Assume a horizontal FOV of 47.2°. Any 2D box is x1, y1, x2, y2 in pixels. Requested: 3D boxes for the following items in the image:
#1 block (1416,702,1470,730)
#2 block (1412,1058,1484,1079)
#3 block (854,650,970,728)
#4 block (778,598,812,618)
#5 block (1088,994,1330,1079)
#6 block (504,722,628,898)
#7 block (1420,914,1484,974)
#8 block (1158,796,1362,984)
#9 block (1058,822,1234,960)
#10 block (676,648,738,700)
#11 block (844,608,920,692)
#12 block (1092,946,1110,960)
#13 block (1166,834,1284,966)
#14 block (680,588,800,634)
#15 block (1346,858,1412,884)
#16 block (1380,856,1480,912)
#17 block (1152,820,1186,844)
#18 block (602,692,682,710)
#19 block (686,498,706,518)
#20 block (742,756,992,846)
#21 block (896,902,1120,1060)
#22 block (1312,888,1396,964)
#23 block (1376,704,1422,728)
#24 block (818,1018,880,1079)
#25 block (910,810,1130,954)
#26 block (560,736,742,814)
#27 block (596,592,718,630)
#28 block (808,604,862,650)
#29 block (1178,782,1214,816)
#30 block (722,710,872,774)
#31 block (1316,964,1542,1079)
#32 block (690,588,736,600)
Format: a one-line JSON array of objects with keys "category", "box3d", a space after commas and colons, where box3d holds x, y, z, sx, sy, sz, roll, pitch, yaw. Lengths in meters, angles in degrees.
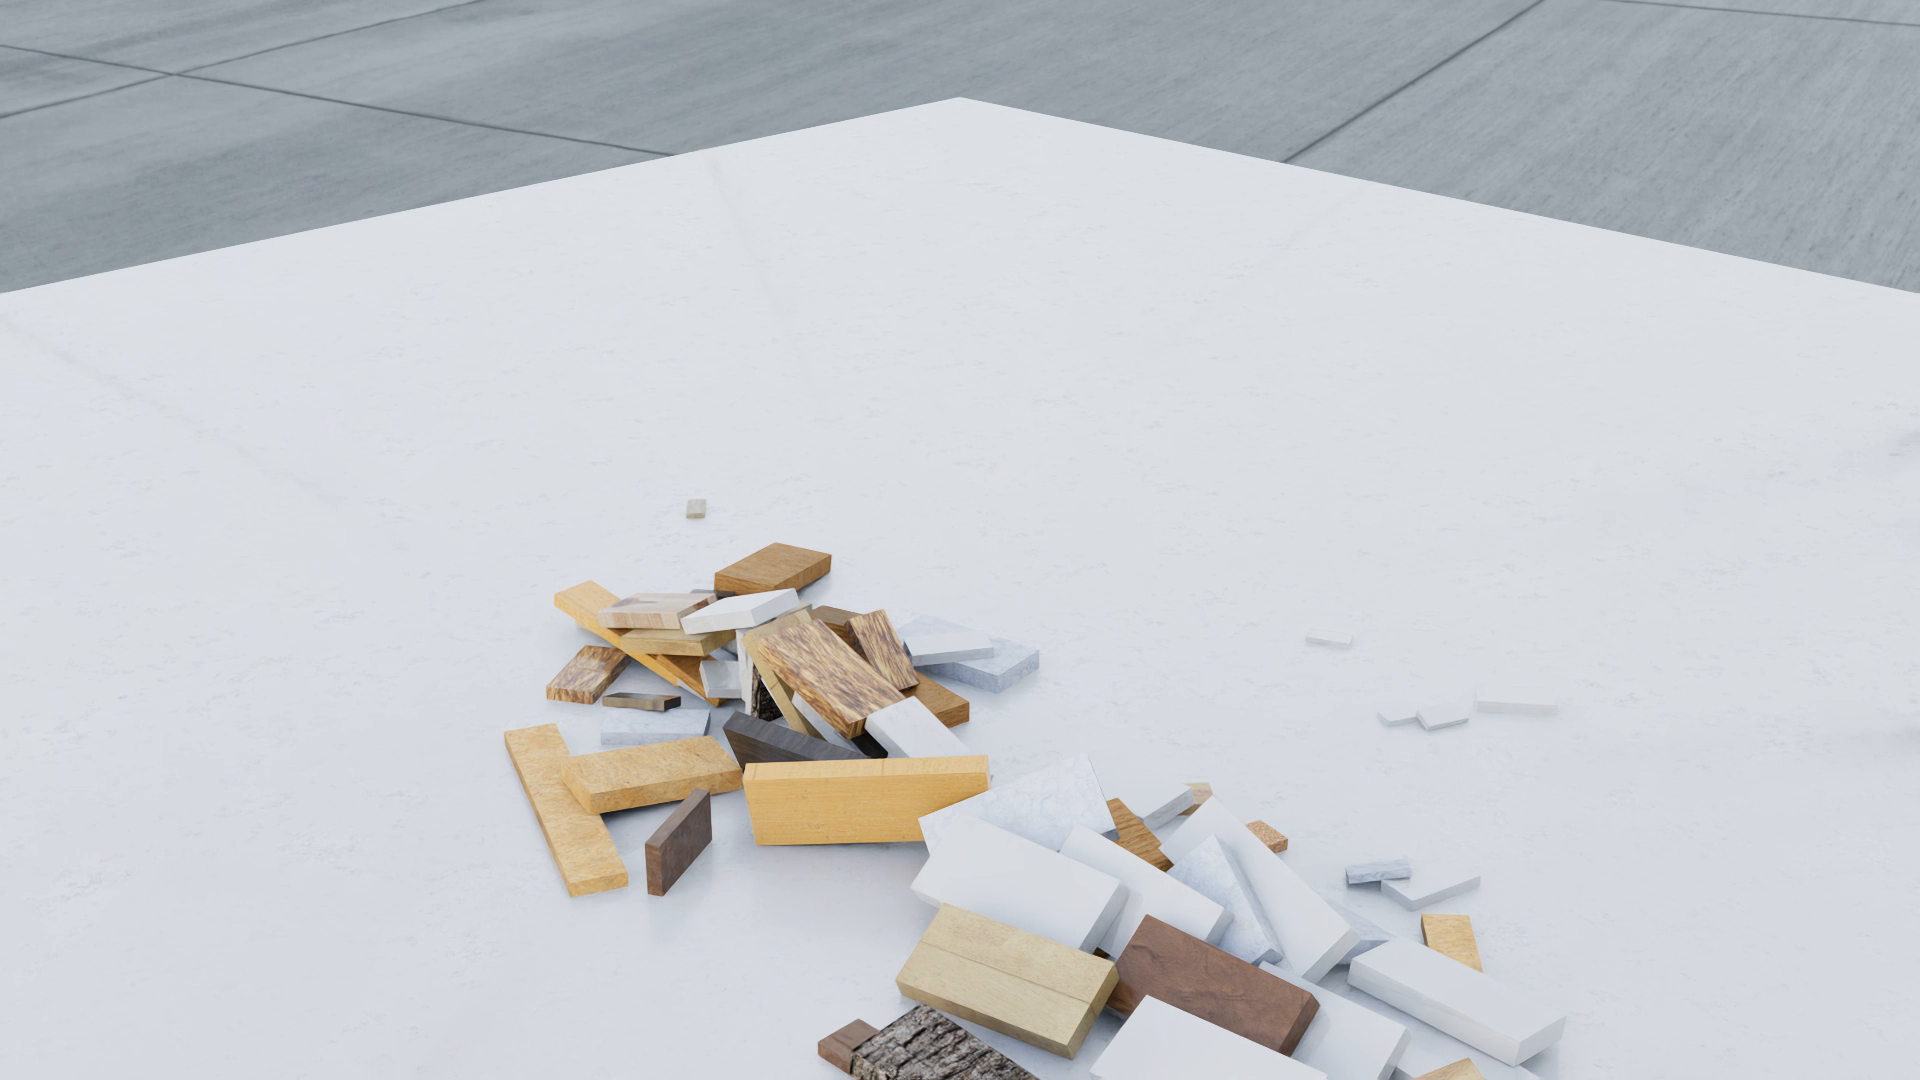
[{"category": "block", "box3d": [1.056, 0.385, 4.813, 0.104, 0.015, 0.052, -10, 44, -21]}, {"category": "block", "box3d": [0.734, 0.910, 3.494, 0.227, 0.032, 0.113, -19, 32, -8]}, {"category": "block", "box3d": [-0.159, 0.338, 4.903, 0.165, 0.047, 0.371, -17, 28, -35]}, {"category": "block", "box3d": [-0.477, 0.157, 5.351, 0.222, 0.031, 0.111, 19, 29, 37]}, {"category": "block", "box3d": [0.403, 0.877, 3.557, 0.348, 0.049, 0.174, 17, 49, 35]}, {"category": "block", "box3d": [-0.806, 0.536, 4.457, 0.111, 0.031, 0.656, -9, 25, -20]}, {"category": "block", "box3d": [0.886, 0.760, 3.937, 0.086, 0.024, 0.292, 2, 23, 4]}, {"category": "block", "box3d": [0.533, 0.633, 3.963, 0.143, 0.040, 0.456, -44, 36, -2]}, {"category": "block", "box3d": [0.305, 0.663, 3.951, 0.349, 0.175, 0.049, 27, -9, 39]}, {"category": "block", "box3d": [-0.565, 0.300, 4.978, 0.077, 0.022, 0.154, 29, 36, 14]}, {"category": "block", "box3d": [-0.171, 0.251, 4.858, 0.095, 0.027, 0.190, -17, 71, -34]}, {"category": "block", "box3d": [0.257, 0.734, 4.009, 0.059, 0.017, 0.319, 15, 27, 32]}, {"category": "block", "box3d": [0.460, 0.674, 3.923, 0.040, 0.143, 0.285, 37, 18, -36]}, {"category": "block", "box3d": [-0.483, 0.157, 4.821, 0.131, 0.037, 0.262, -27, 12, -41]}, {"category": "block", "box3d": [0.800, 0.633, 4.205, 0.119, 0.017, 0.059, -8, 8, 5]}, {"category": "block", "box3d": [0.897, 0.654, 4.188, 0.173, 0.024, 0.086, -13, 26, -29]}, {"category": "block", "box3d": [0.407, 0.604, 4.305, 0.087, 0.025, 0.174, 0, 23, 0]}, {"category": "block", "box3d": [-0.701, 0.355, 4.845, 0.154, 0.022, 0.077, 2, 4, 21]}, {"category": "block", "box3d": [-0.712, -0.085, 5.942, 0.051, 0.015, 0.103, -1, 23, -3]}, {"category": "block", "box3d": [-0.174, 0.508, 4.282, 0.473, 0.173, 0.049, -3, 36, 7]}, {"category": "block", "box3d": [0.081, 0.762, 3.814, 0.348, 0.049, 0.174, 14, 52, 30]}, {"category": "block", "box3d": [0.626, 0.681, 4.002, 0.164, 0.047, 0.328, 9, 11, -37]}, {"category": "block", "box3d": [0.976, 0.385, 4.834, 0.104, 0.015, 0.052, -8, 24, -19]}, {"category": "block", "box3d": [-0.115, 0.879, 3.655, 0.258, 0.027, 0.095, 21, 31, 40]}, {"category": "block", "box3d": [0.106, 0.637, 3.999, 0.376, 0.049, 0.175, 19, 64, 37]}, {"category": "block", "box3d": [-0.634, 0.481, 4.522, 0.330, 0.047, 0.165, -6, 24, -29]}, {"category": "block", "box3d": [-0.694, 0.162, 5.050, 0.262, 0.037, 0.131, -1, 18, 38]}, {"category": "block", "box3d": [-0.268, 0.201, 5.056, 0.161, 0.046, 0.321, 13, 4, 5]}, {"category": "block", "box3d": [0.428, 0.529, 4.482, 0.174, 0.025, 0.087, -2, 23, -4]}, {"category": "block", "box3d": [-0.308, 0.464, 4.439, 0.346, 0.173, 0.049, 15, 51, 32]}, {"category": "block", "box3d": [0.769, 0.859, 3.676, 0.164, 0.047, 0.644, -16, 28, -34]}, {"category": "block", "box3d": [-0.597, 0.134, 5.297, 0.103, 0.015, 0.051, 4, 13, 5]}]
